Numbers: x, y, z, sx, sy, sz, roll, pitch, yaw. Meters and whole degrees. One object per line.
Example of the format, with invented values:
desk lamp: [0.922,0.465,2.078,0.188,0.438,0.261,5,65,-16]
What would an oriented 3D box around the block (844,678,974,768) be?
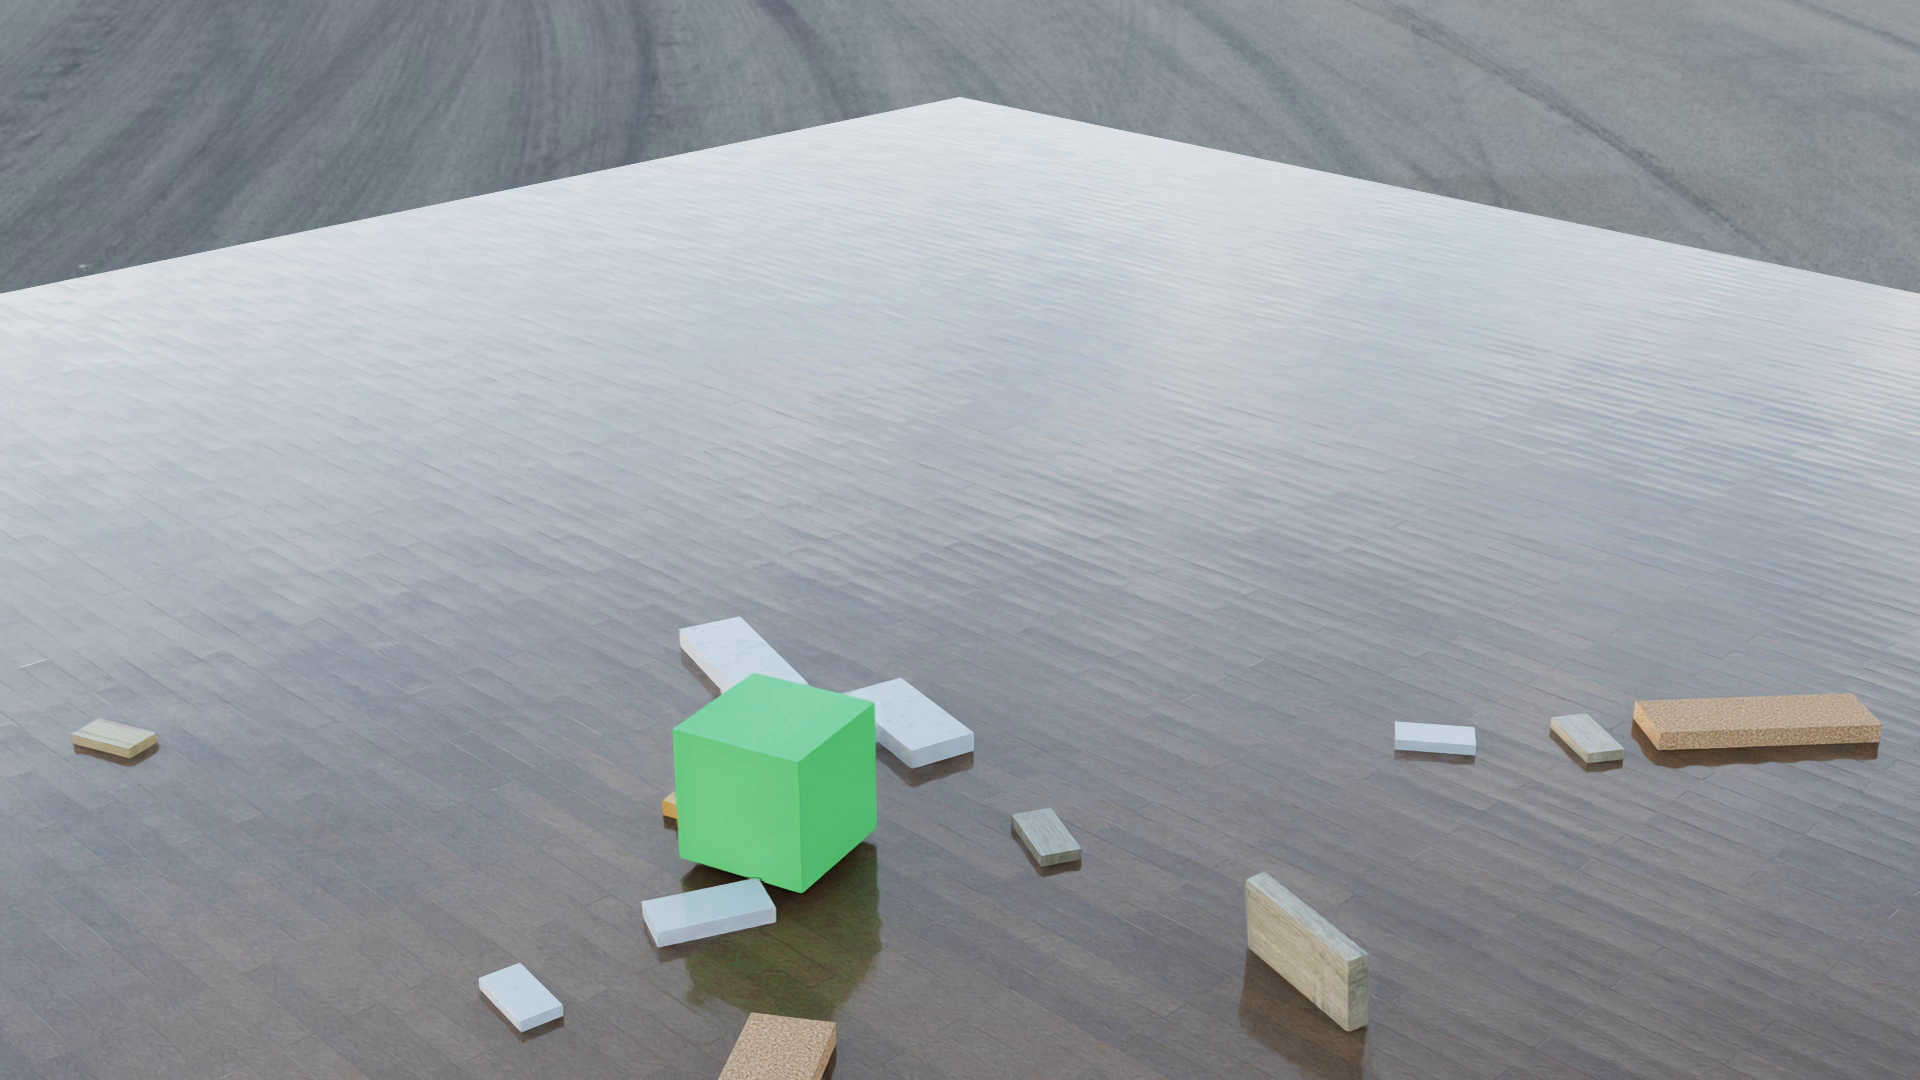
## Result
block: [-0.117,0.395,4.775,0.153,0.043,0.307,-14,27,-29]

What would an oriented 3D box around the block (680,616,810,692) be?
block: [-0.477,0.300,4.997,0.153,0.043,0.492,-11,26,-25]

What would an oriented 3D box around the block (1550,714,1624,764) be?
block: [1.348,0.425,4.728,0.084,0.024,0.168,-5,24,-12]

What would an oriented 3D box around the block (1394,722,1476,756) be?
block: [1.020,0.426,4.726,0.168,0.024,0.084,4,23,9]

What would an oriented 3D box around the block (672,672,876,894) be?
block: [-0.354,0.463,4.253,0.279,0.279,0.279,12,25,26]

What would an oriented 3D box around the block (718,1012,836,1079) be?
block: [-0.313,0.888,3.613,0.148,0.042,0.297,5,23,11]

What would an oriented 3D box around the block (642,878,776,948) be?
block: [-0.467,0.692,4.090,0.225,0.032,0.112,-9,25,-20]

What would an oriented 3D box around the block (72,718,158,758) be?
block: [-1.818,0.426,4.728,0.161,0.023,0.081,10,25,23]

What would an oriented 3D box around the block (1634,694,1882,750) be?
block: [1.731,0.394,4.779,0.489,0.042,0.148,-2,23,-4]

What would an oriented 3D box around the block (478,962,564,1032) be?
block: [-0.769,0.799,3.848,0.081,0.023,0.161,-16,28,-34]

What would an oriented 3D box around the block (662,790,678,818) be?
block: [-0.495,0.511,4.513,0.117,0.033,0.234,12,26,25]

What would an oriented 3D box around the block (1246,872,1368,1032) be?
block: [0.608,0.721,3.867,0.042,0.148,0.297,-17,28,-23]

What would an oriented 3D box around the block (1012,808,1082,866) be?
block: [0.170,0.586,4.348,0.084,0.024,0.168,-8,24,-17]
